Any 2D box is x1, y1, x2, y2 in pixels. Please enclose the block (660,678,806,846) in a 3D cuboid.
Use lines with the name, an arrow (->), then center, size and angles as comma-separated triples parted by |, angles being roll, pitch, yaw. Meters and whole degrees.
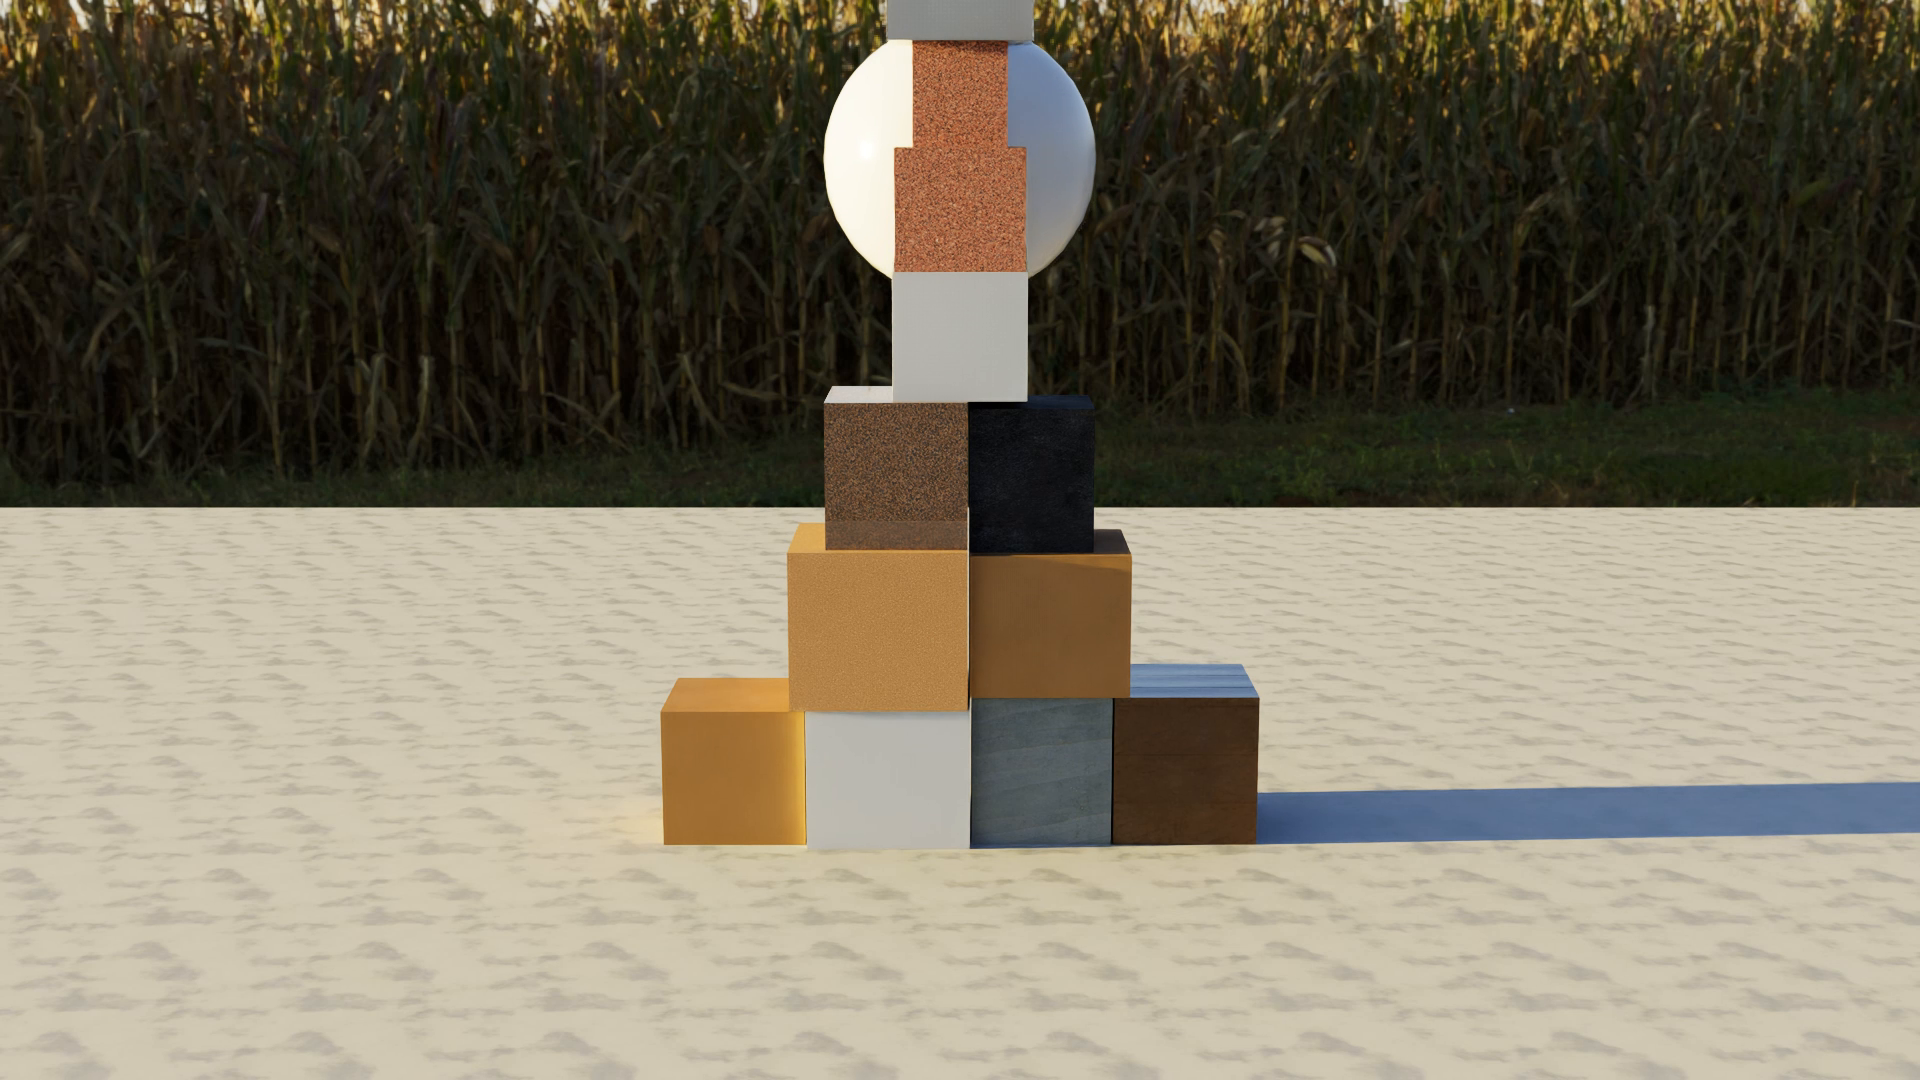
block -> -1.137, 1.135, 11.382 | 0.717, 0.694, 0.706 | 0, 10, 0

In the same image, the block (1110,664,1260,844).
block -> 1.133, 1.098, 11.389 | 0.724, 0.766, 0.720 | 0, 10, 0

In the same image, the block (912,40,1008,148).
block -> 0.000, -2.181, 10.780 | 0.459, 0.502, 0.448 | 0, 10, 0

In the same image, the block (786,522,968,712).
block -> -0.404, 0.378, 11.231 | 0.882, 0.796, 0.865 | 0, 10, 0

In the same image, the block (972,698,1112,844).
block -> 0.411, 1.092, 11.397 | 0.702, 0.774, 0.725 | 0, 10, 0

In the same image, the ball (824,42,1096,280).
ball -> 0.000, -2.220, 12.885 | 1.600, 1.600, 1.600 | 0, 10, 0

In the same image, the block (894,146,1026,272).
block -> 0.000, -1.640, 10.866 | 0.634, 0.593, 0.610 | 0, 10, 0

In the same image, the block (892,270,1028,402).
block -> 0.000, -1.041, 10.988 | 0.657, 0.627, 0.642 | 0, 10, 0

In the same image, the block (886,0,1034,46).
block -> 0.000, -2.723, 10.696 | 0.697, 0.596, 0.650 | 0, 10, 0

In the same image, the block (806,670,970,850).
block -> -0.359, 1.122, 11.382 | 0.817, 0.721, 0.842 | 0, 10, 0

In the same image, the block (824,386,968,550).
block -> -0.312, -0.373, 11.102 | 0.699, 0.728, 0.737 | 0, 10, 0

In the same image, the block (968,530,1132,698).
block -> 0.446, 0.364, 11.236 | 0.798, 0.716, 0.770 | 0, 10, 0

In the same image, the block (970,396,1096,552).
block -> 0.355, -0.343, 11.122 | 0.614, 0.715, 0.601 | 0, 10, 0
